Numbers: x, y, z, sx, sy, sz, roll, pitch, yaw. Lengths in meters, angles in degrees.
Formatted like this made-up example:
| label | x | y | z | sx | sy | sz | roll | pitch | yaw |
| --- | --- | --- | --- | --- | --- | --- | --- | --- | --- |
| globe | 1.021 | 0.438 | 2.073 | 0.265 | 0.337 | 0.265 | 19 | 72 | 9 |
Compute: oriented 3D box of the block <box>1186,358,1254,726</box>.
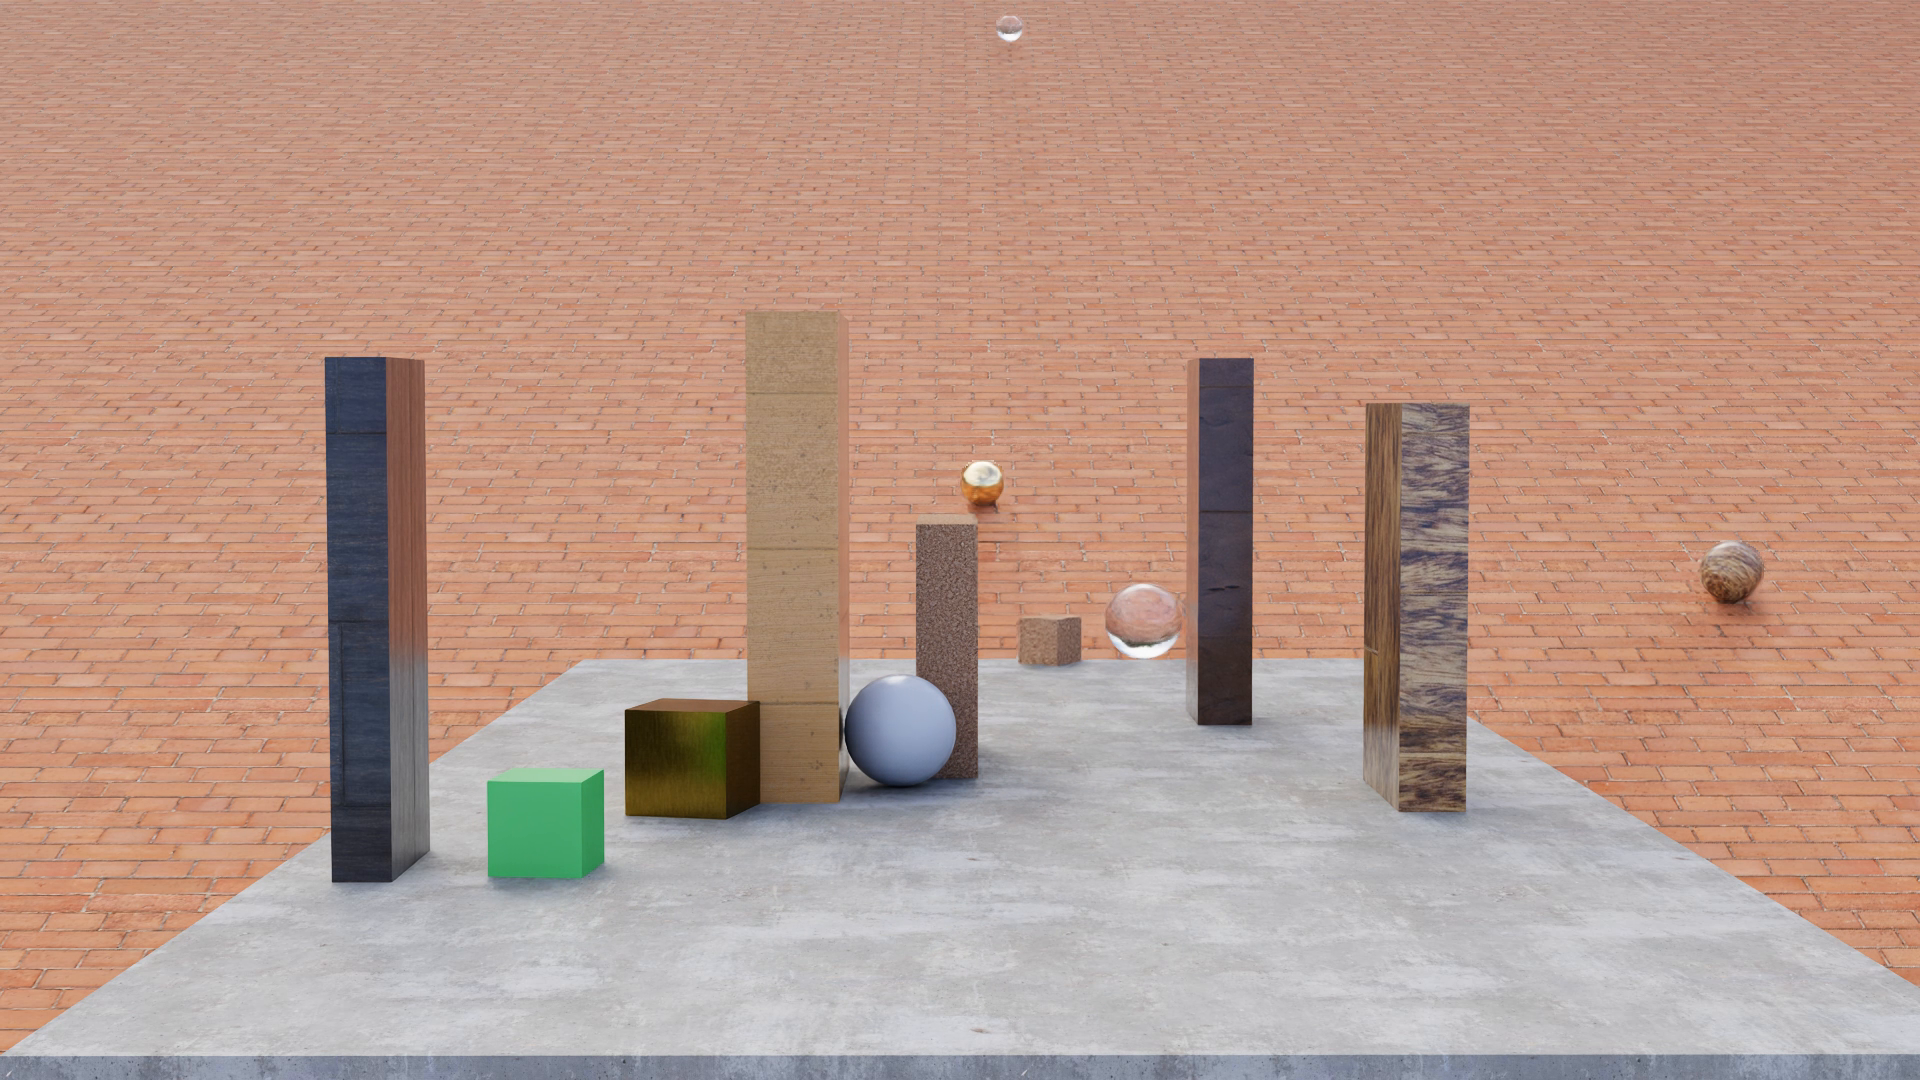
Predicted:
| label | x | y | z | sx | sy | sz | roll | pitch | yaw |
| --- | --- | --- | --- | --- | --- | --- | --- | --- | --- |
| block | 0.531 | -0.002 | 5.275 | 0.109 | 0.735 | 0.263 | 0 | 3 | 0 |

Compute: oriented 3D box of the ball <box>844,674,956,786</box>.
| label | x | y | z | sx | sy | sz | roll | pitch | yaw |
| --- | --- | --- | --- | --- | --- | --- | --- | --- | --- |
| ball | -0.100 | 0.320 | 4.329 | 0.190 | 0.190 | 0.190 | 0 | 22 | 0 |

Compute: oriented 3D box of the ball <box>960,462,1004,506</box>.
| label | x | y | z | sx | sy | sz | roll | pitch | yaw |
| --- | --- | --- | --- | --- | --- | --- | --- | --- | --- |
| ball | 0.067 | -0.172 | 7.797 | 0.134 | 0.134 | 0.134 | 0 | 22 | 0 |

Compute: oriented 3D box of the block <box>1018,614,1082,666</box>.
| label | x | y | z | sx | sy | sz | roll | pitch | yaw |
| --- | --- | --- | --- | --- | --- | --- | --- | --- | --- |
| block | 0.225 | 0.249 | 6.437 | 0.114 | 0.114 | 0.114 | 2 | 4 | 35 |

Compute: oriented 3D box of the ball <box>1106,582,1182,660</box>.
| label | x | y | z | sx | sy | sz | roll | pitch | yaw |
| --- | --- | --- | --- | --- | --- | --- | --- | --- | --- |
| ball | 0.465 | 0.205 | 6.511 | 0.194 | 0.194 | 0.194 | 0 | 22 | 0 |

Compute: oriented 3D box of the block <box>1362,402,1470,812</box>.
| label | x | y | z | sx | sy | sz | roll | pitch | yaw |
| --- | --- | --- | --- | --- | --- | --- | --- | --- | --- |
| block | 0.744 | 0.098 | 4.214 | 0.106 | 0.644 | 0.356 | 0 | 3 | 0 |

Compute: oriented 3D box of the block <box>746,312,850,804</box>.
| label | x | y | z | sx | sy | sz | roll | pitch | yaw |
| --- | --- | --- | --- | --- | --- | --- | --- | --- | --- |
| block | -0.269 | 0.019 | 4.341 | 0.147 | 0.791 | 0.426 | 0 | 3 | 0 |

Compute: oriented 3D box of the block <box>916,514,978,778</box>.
| label | x | y | z | sx | sy | sz | roll | pitch | yaw |
| --- | --- | --- | --- | --- | --- | --- | --- | --- | --- |
| block | -0.023 | 0.181 | 4.619 | 0.107 | 0.438 | 0.410 | 0 | 3 | 0 |

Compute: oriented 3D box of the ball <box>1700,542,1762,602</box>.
| label | x | y | z | sx | sy | sz | roll | pitch | yaw |
| --- | --- | --- | --- | --- | --- | --- | --- | --- | --- |
| ball | 2.129 | 0.087 | 7.100 | 0.166 | 0.166 | 0.166 | 0 | 22 | 0 |

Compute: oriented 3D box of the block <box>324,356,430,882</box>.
| label | x | y | z | sx | sy | sz | roll | pitch | yaw |
| --- | --- | --- | --- | --- | --- | --- | --- | --- | --- |
| block | -0.805 | 0.102 | 3.564 | 0.081 | 0.705 | 0.251 | 0 | 3 | 0 |

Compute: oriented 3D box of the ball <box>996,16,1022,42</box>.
| label | x | y | z | sx | sy | sz | roll | pitch | yaw |
| --- | --- | --- | --- | --- | --- | --- | --- | --- | --- |
| ball | 0.284 | -2.932 | 14.729 | 0.149 | 0.149 | 0.149 | 0 | 22 | 0 |

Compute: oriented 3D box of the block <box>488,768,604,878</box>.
| label | x | y | z | sx | sy | sz | roll | pitch | yaw |
| --- | --- | --- | --- | --- | --- | --- | --- | --- | --- |
| block | -0.571 | 0.390 | 3.555 | 0.131 | 0.131 | 0.131 | 0 | 3 | 6 |

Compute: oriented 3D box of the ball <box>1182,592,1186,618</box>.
| label | x | y | z | sx | sy | sz | roll | pitch | yaw |
| --- | --- | --- | --- | --- | --- | --- | --- | --- | --- |
| ball | 0.657 | 0.177 | 6.934 | 0.122 | 0.122 | 0.122 | 0 | 22 | 0 |

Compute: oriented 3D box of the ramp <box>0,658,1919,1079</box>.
| label | x | y | z | sx | sy | sz | roll | pitch | yaw |
| --- | --- | --- | --- | --- | --- | --- | --- | --- | --- |
| ramp | 0.050 | 0.455 | 4.532 | 2.000 | 0.100 | 4.000 | 0 | 3 | 0 |

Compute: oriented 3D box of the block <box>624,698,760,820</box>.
| label | x | y | z | sx | sy | sz | roll | pitch | yaw |
| --- | --- | --- | --- | --- | --- | --- | --- | --- | --- |
| block | -0.423 | 0.345 | 4.078 | 0.167 | 0.167 | 0.167 | 1 | 3 | 14 |
